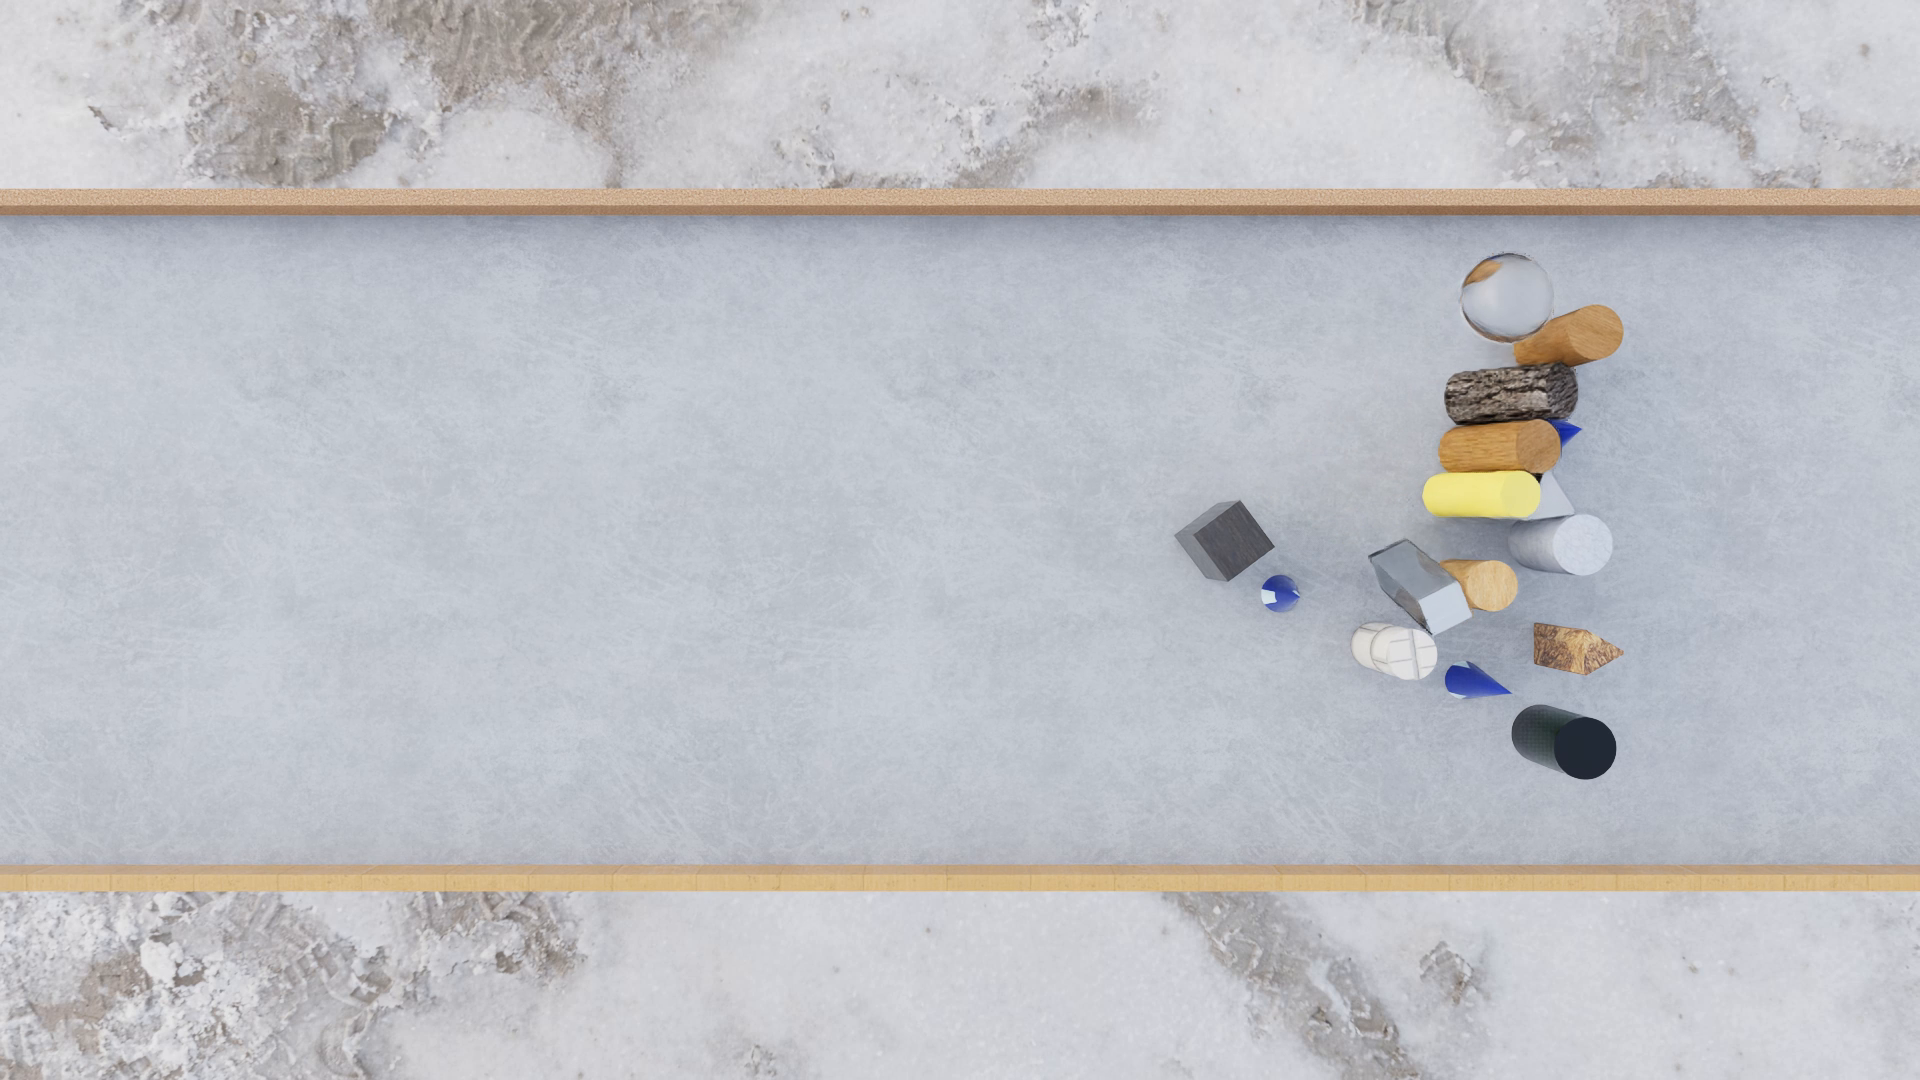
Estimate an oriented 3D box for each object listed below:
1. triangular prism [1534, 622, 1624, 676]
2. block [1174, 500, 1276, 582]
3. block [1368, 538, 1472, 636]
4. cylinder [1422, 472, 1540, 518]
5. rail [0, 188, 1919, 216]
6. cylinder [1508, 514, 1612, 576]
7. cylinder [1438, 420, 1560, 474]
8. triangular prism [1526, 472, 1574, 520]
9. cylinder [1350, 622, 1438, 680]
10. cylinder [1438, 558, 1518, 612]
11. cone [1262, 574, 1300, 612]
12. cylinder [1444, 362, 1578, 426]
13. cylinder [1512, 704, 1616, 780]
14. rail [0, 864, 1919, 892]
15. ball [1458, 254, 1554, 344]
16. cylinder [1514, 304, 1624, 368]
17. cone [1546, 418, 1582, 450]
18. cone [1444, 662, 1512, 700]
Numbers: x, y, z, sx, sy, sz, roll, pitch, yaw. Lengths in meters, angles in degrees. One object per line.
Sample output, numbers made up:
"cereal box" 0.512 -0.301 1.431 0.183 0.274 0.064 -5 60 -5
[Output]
"triangular prism" 1.797 0.303 4.873 0.128 0.407 0.111 -30 90 0
"block" 0.774 0.002 4.866 0.165 0.420 0.165 -37 90 0
"block" 1.357 0.135 4.881 0.127 0.370 0.127 -27 112 1
"cylinder" 1.534 -0.133 4.869 0.132 0.394 0.132 0 91 -17
"rail" -2.247 -1.025 5.002 12.000 0.150 0.050 0 90 0
"cylinder" 1.781 0.008 4.906 0.176 0.331 0.176 0 92 -3
"cylinder" 1.590 -0.269 4.877 0.154 0.369 0.154 0 91 -18
"triangular prism" 1.658 -0.144 4.899 0.155 0.320 0.135 -8 94 -13
"cylinder" 1.274 0.324 4.864 0.145 0.425 0.145 0 90 0
"cylinder" 1.514 0.130 4.882 0.144 0.389 0.144 0 90 0
"cone" 0.985 0.165 4.923 0.116 0.308 0.116 0 90 0
"cylinder" 1.631 -0.431 4.891 0.164 0.342 0.164 0 89 -38
"cylinder" 1.786 0.596 4.894 0.180 0.365 0.180 0 90 0
"rail" -2.247 1.025 5.001 12.000 0.150 0.050 0 90 0
"ball" 1.561 -0.688 4.715 0.259 0.259 0.259 0 90 0
"cylinder" 1.783 -0.583 4.850 0.155 0.452 0.155 0 90 0
"cone" 1.782 -0.318 4.900 0.154 0.354 0.154 0 90 0
"cone" 1.551 0.431 4.853 0.118 0.447 0.118 0 90 0
